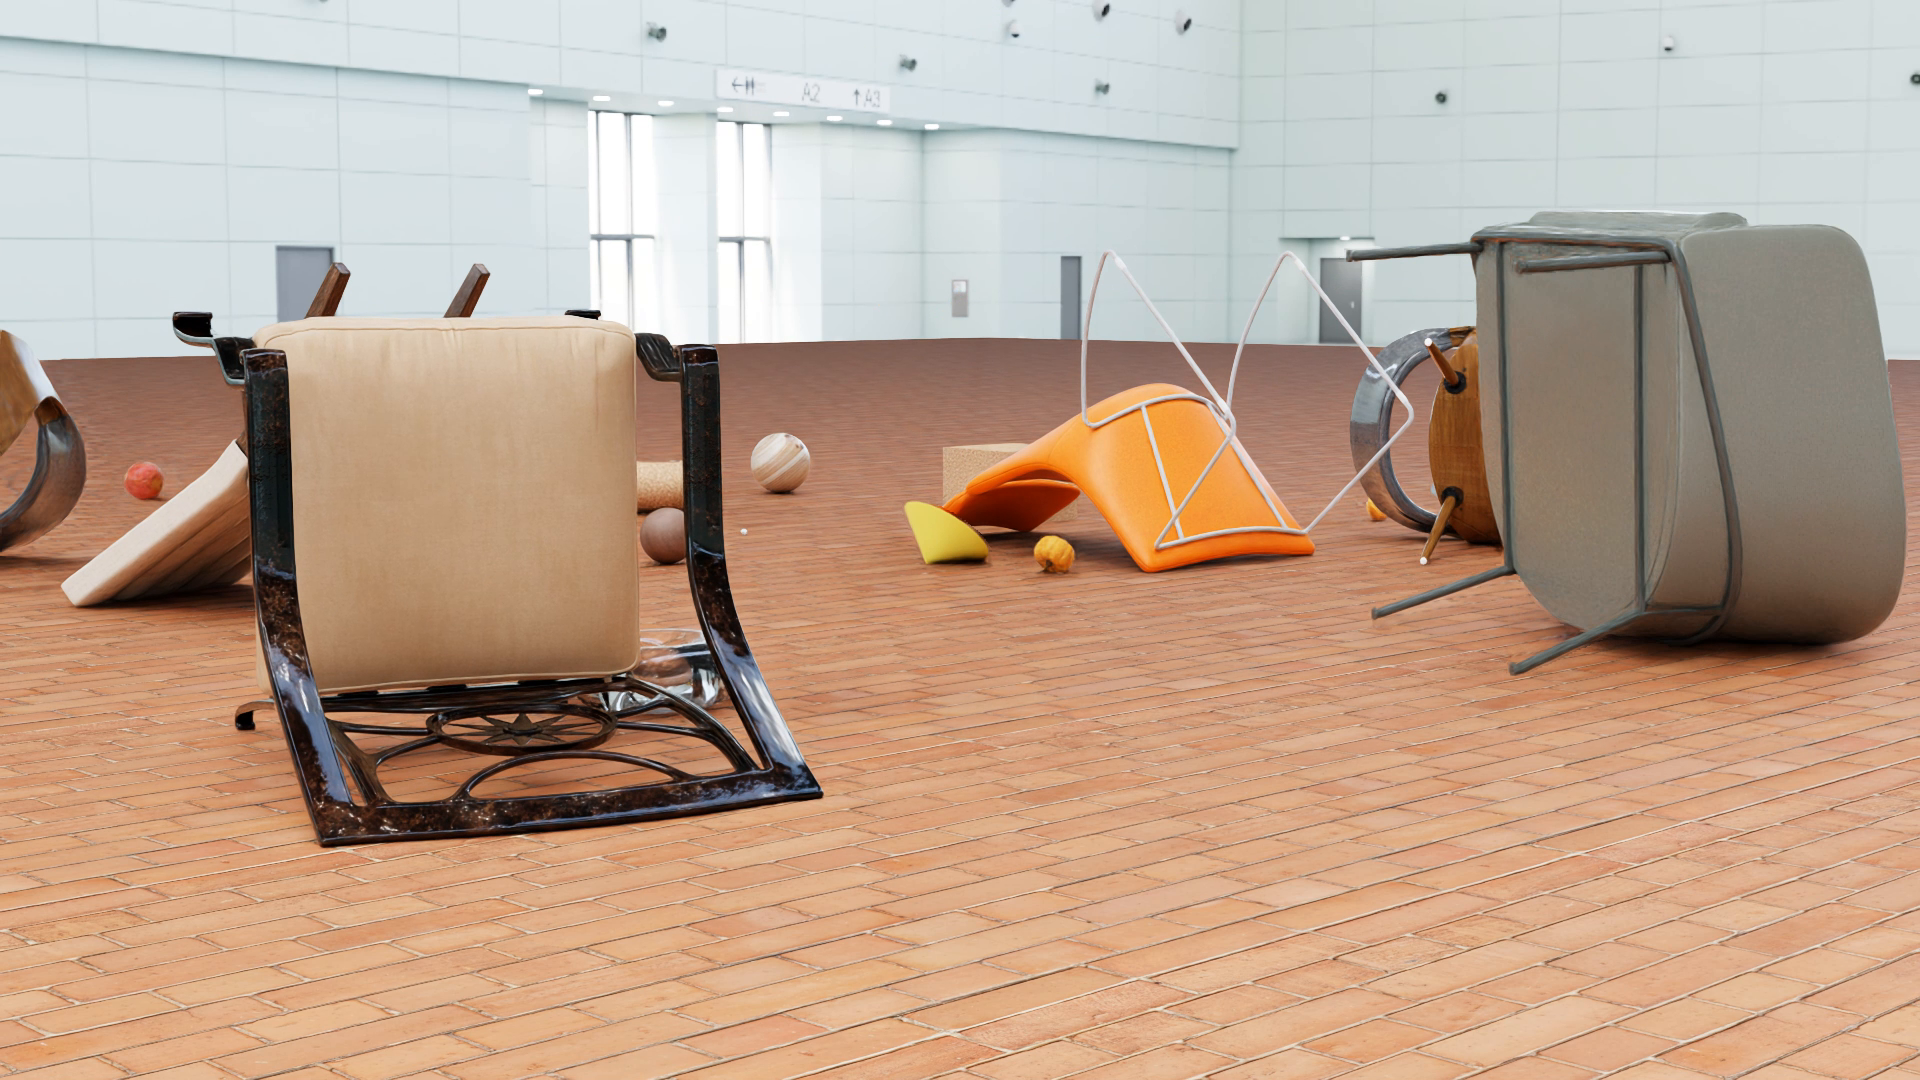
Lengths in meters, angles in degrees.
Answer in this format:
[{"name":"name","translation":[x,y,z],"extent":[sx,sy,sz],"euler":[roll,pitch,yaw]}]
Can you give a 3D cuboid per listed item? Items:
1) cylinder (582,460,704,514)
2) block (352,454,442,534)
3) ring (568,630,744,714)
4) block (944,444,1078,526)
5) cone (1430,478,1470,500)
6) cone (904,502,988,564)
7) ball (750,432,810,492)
[{"name":"cylinder","translation":[-0.887,-0.149,7.170],"extent":[0.312,0.141,0.235],"euler":[-1,5,-14]},{"name":"block","translation":[-1.457,-0.120,6.640],"extent":[0.165,0.192,0.157],"euler":[2,6,21]},{"name":"ring","translation":[-0.470,0.202,3.972],"extent":[0.272,0.100,0.342],"euler":[-1,5,-1]},{"name":"block","translation":[0.136,-0.154,6.964],"extent":[0.255,0.194,0.262],"euler":[-5,8,-40]},{"name":"cone","translation":[1.446,-0.138,7.610],"extent":[0.127,0.070,0.052],"euler":[-8,-27,-15]},{"name":"cone","translation":[-0.055,0.017,5.893],"extent":[0.223,0.094,0.233],"euler":[36,-19,-12]},{"name":"ball","translation":[-0.545,-0.234,7.794],"extent":[0.182,0.182,0.182],"euler":[0,6,0]}]
